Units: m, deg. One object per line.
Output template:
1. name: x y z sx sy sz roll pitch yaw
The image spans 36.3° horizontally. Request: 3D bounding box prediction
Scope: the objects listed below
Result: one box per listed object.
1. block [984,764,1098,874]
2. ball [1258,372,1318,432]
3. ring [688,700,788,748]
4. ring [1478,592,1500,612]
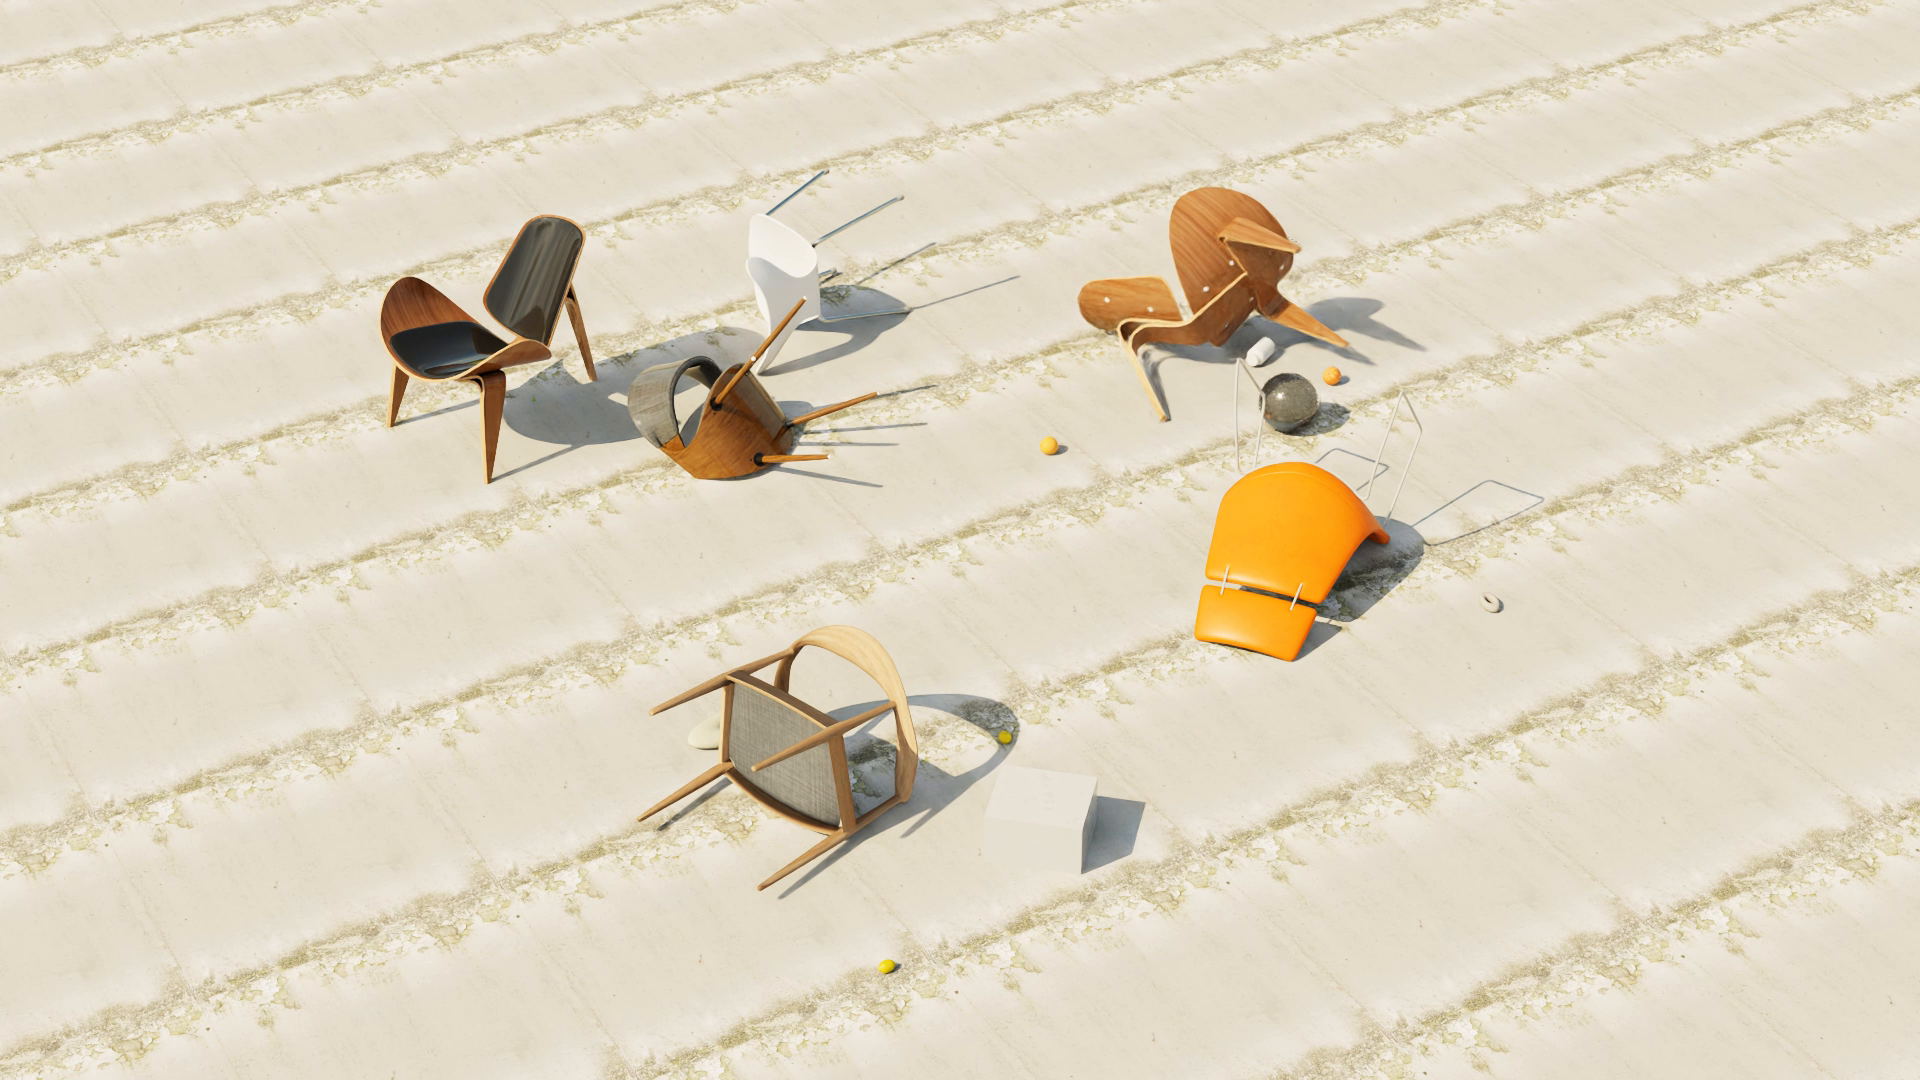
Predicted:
1. block: 0.261 0.896 9.416 0.315 0.185 0.275 7 34 10
2. ball: 1.294 -0.543 11.554 0.236 0.236 0.236 0 33 0
3. ring: -0.752 0.624 9.955 0.387 0.048 0.168 -21 38 -28
4. ring: 1.910 0.224 10.575 0.067 0.032 0.111 -9 35 -15
